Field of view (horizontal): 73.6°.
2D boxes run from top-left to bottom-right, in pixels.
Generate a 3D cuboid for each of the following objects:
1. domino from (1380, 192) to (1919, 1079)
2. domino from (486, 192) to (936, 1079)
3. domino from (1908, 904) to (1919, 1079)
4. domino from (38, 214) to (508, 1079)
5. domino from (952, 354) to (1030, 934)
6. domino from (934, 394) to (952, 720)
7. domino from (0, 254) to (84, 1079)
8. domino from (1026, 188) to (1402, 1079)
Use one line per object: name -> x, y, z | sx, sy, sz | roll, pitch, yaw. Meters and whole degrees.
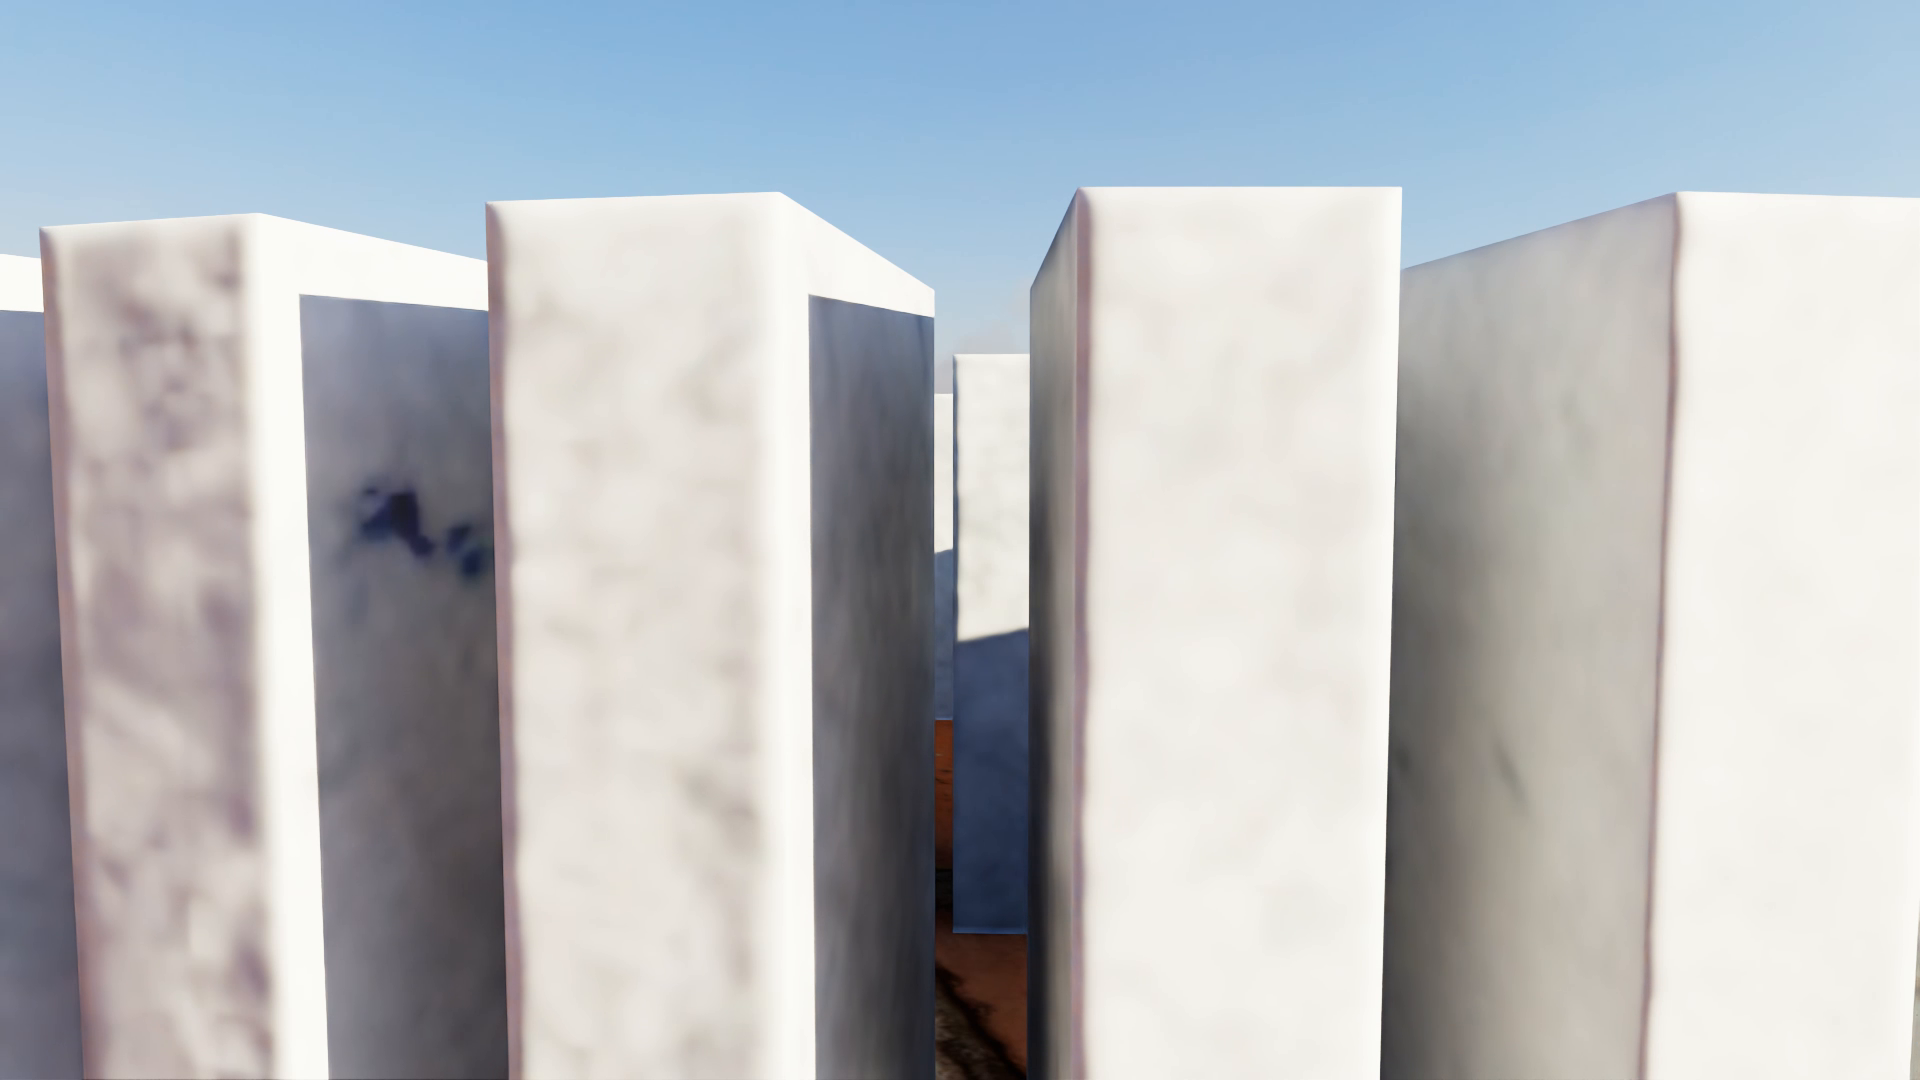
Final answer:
domino -> 0.024, 0.014, 0.053 | 0.010, 0.050, 0.025 | -1, 4, -8
domino -> -0.008, 0.014, 0.053 | 0.009, 0.050, 0.025 | 1, 4, 9
domino -> 0.040, 0.013, 0.056 | 0.010, 0.050, 0.025 | -1, 4, -14
domino -> -0.024, 0.013, 0.057 | 0.009, 0.050, 0.025 | 1, 4, 17
domino -> 0.005, 0.008, 0.122 | 0.009, 0.050, 0.025 | 0, 4, 3
domino -> 0.000, 0.002, 0.201 | 0.025, 0.050, 0.010 | 0, 4, 0
domino -> -0.039, 0.013, 0.062 | 0.009, 0.050, 0.025 | 2, 5, 22
domino -> 0.008, 0.014, 0.052 | 0.009, 0.050, 0.025 | 0, 4, 0
